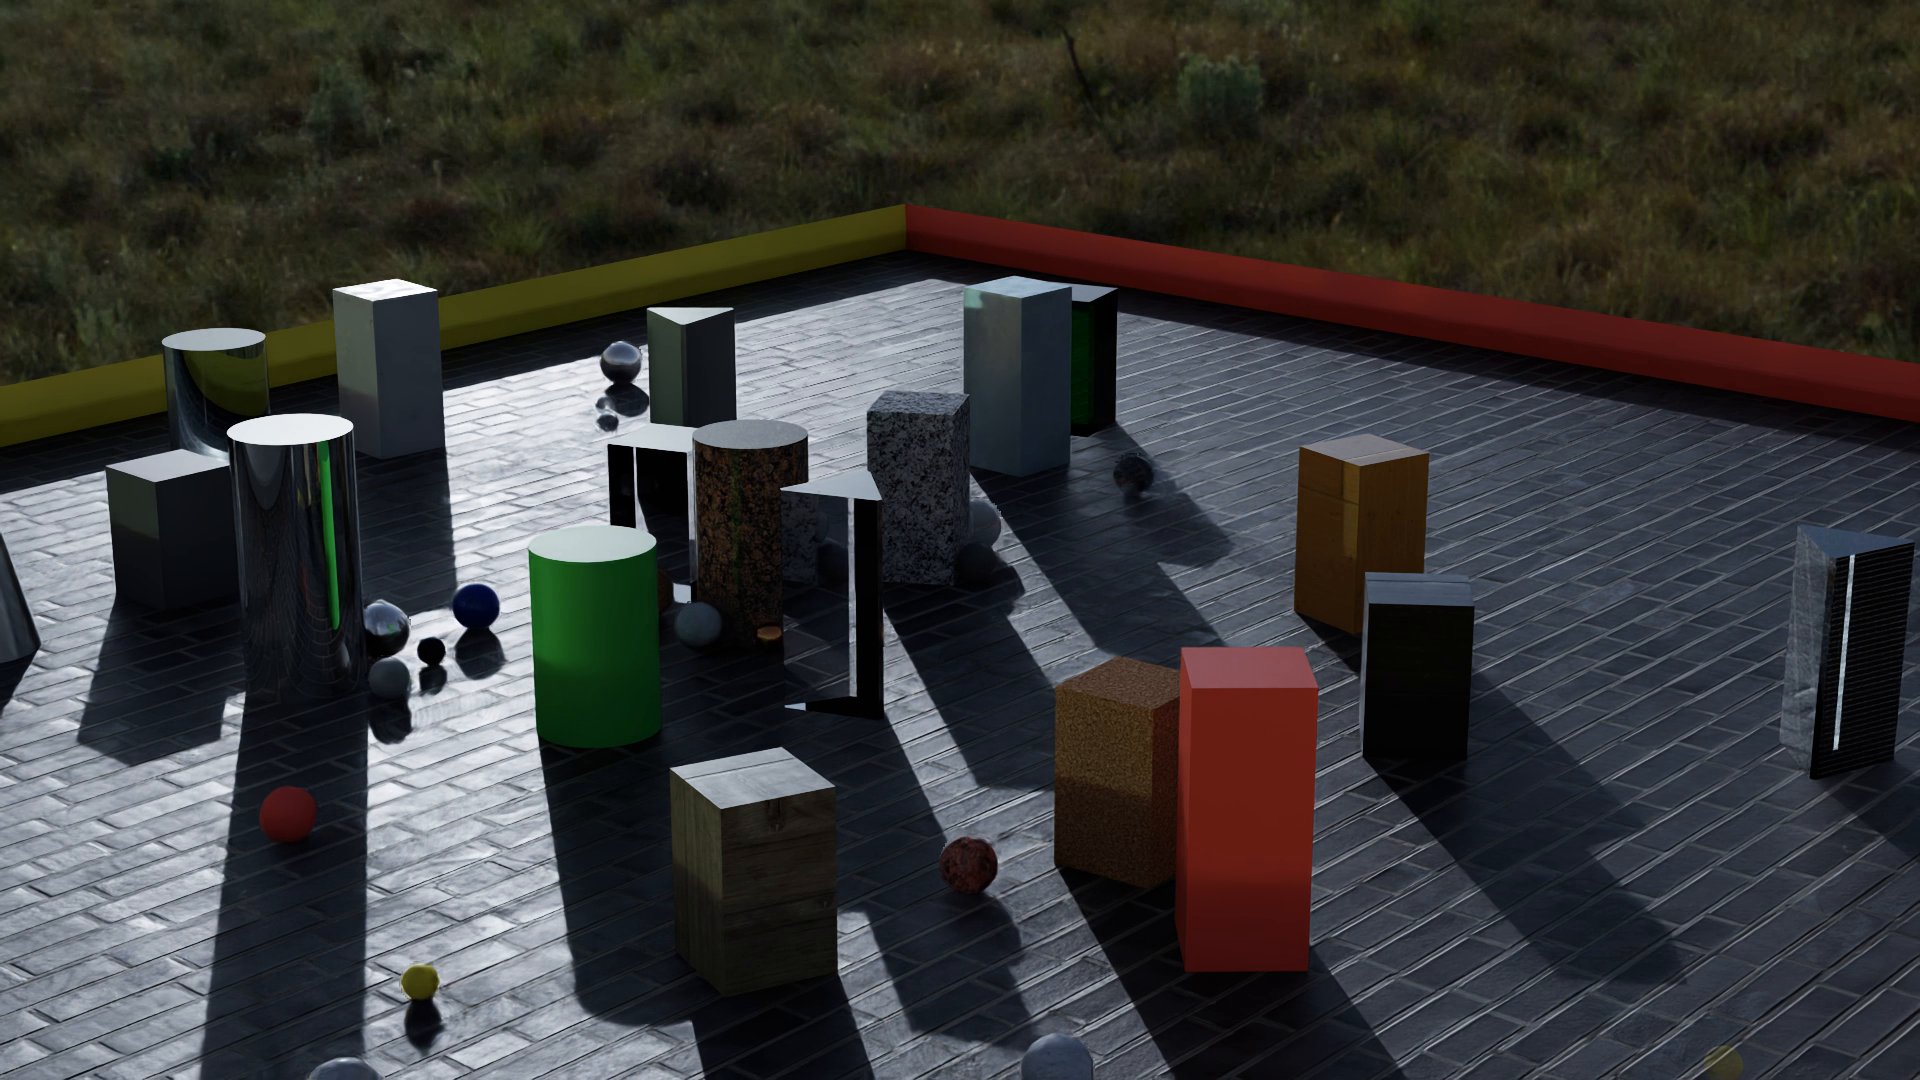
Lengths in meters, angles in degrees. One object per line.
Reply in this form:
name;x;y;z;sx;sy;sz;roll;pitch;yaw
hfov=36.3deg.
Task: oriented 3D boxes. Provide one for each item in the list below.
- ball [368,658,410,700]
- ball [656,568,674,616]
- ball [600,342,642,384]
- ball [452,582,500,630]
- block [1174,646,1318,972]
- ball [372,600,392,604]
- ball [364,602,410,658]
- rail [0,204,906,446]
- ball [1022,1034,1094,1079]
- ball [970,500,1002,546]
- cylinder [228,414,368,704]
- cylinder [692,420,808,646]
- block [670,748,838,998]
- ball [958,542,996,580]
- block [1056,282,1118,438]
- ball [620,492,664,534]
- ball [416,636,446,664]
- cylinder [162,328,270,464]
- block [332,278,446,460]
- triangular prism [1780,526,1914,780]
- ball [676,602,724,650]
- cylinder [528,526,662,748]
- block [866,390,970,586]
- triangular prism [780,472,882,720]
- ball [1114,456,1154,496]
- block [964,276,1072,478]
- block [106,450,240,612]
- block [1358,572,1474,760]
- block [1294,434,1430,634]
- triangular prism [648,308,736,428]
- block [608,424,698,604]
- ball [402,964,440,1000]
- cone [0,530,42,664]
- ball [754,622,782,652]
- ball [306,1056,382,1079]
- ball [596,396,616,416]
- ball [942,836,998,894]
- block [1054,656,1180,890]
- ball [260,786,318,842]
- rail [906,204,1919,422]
ball;-0.898;0.218;4.610;0.065;0.065;0.065;0;17;0
ball;-0.533;0.089;4.991;0.091;0.091;0.091;0;17;0
ball;-0.763;-0.399;6.601;0.094;0.094;0.094;0;17;0
ball;-0.814;0.112;4.934;0.080;0.080;0.080;0;17;0
block;0.356;0.337;3.679;0.154;0.375;0.154;0;17;-1
ball;-0.975;0.125;4.943;0.049;0.049;0.049;0;17;0
ball;-0.946;0.147;4.796;0.092;0.092;0.092;0;17;0
rail;-1.606;-0.372;6.455;0.045;0.125;4.491;14;22;39
ball;0.111;0.599;3.316;0.082;0.082;0.082;0;17;0
ball;0.028;-0.026;5.363;0.096;0.096;0.096;0;17;0
cylinder;-1.043;0.028;4.626;0.192;0.419;0.192;0;17;0
cylinder;-0.348;-0.014;4.907;0.192;0.338;0.192;0;17;0
block;-0.257;0.411;3.652;0.154;0.248;0.154;-9;19;-27
ball;0.030;0.038;5.201;0.068;0.068;0.068;0;17;0
block;0.231;-0.384;6.214;0.154;0.290;0.154;8;18;24
ball;-0.592;-0.049;5.463;0.083;0.083;0.083;0;17;0
ball;-0.860;0.180;4.767;0.046;0.046;0.046;0;17;0
cylinder;-1.420;-0.226;5.629;0.192;0.326;0.192;0;17;0
block;-1.176;-0.354;6.043;0.154;0.330;0.154;-15;22;-40
triangular prism;1.281;0.158;4.335;0.166;0.339;0.144;-10;19;-29
ball;-0.430;0.141;4.841;0.078;0.078;0.078;0;17;0
cylinder;-0.553;0.145;4.456;0.192;0.293;0.192;0;17;0
block;-0.073;-0.094;5.218;0.154;0.310;0.154;3;17;11
triangular prism;-0.172;0.080;4.567;0.166;0.353;0.144;6;18;20
ball;0.339;-0.126;5.727;0.078;0.078;0.078;0;17;0
block;0.116;-0.331;5.908;0.154;0.365;0.154;15;22;40
block;-1.369;-0.019;5.107;0.154;0.231;0.154;15;22;40
block;0.684;0.188;4.404;0.154;0.241;0.154;2;17;5
block;0.680;-0.012;4.979;0.154;0.292;0.154;-11;20;-32
triangular prism;-0.543;-0.266;5.698;0.144;0.361;0.166;10;19;29
block;-0.508;-0.048;5.133;0.154;0.271;0.154;7;18;21
ball;-0.659;0.539;3.579;0.045;0.045;0.045;0;17;0
cone;-1.620;-0.014;4.794;0.192;0.402;0.192;0;17;0
ball;-0.314;0.160;4.828;0.049;0.049;0.049;0;17;0
ball;-0.680;0.618;3.233;0.094;0.094;0.094;0;17;0
ball;-0.765;-0.290;6.329;0.043;0.043;0.043;0;17;0
ball;0.013;0.430;3.887;0.075;0.075;0.075;0;17;0
block;0.235;0.312;3.969;0.154;0.254;0.154;12;20;34
ball;-0.928;0.379;4.054;0.078;0.078;0.078;0;17;0
rail;1.457;-0.454;6.727;4.300;0.125;0.045;14;22;39
